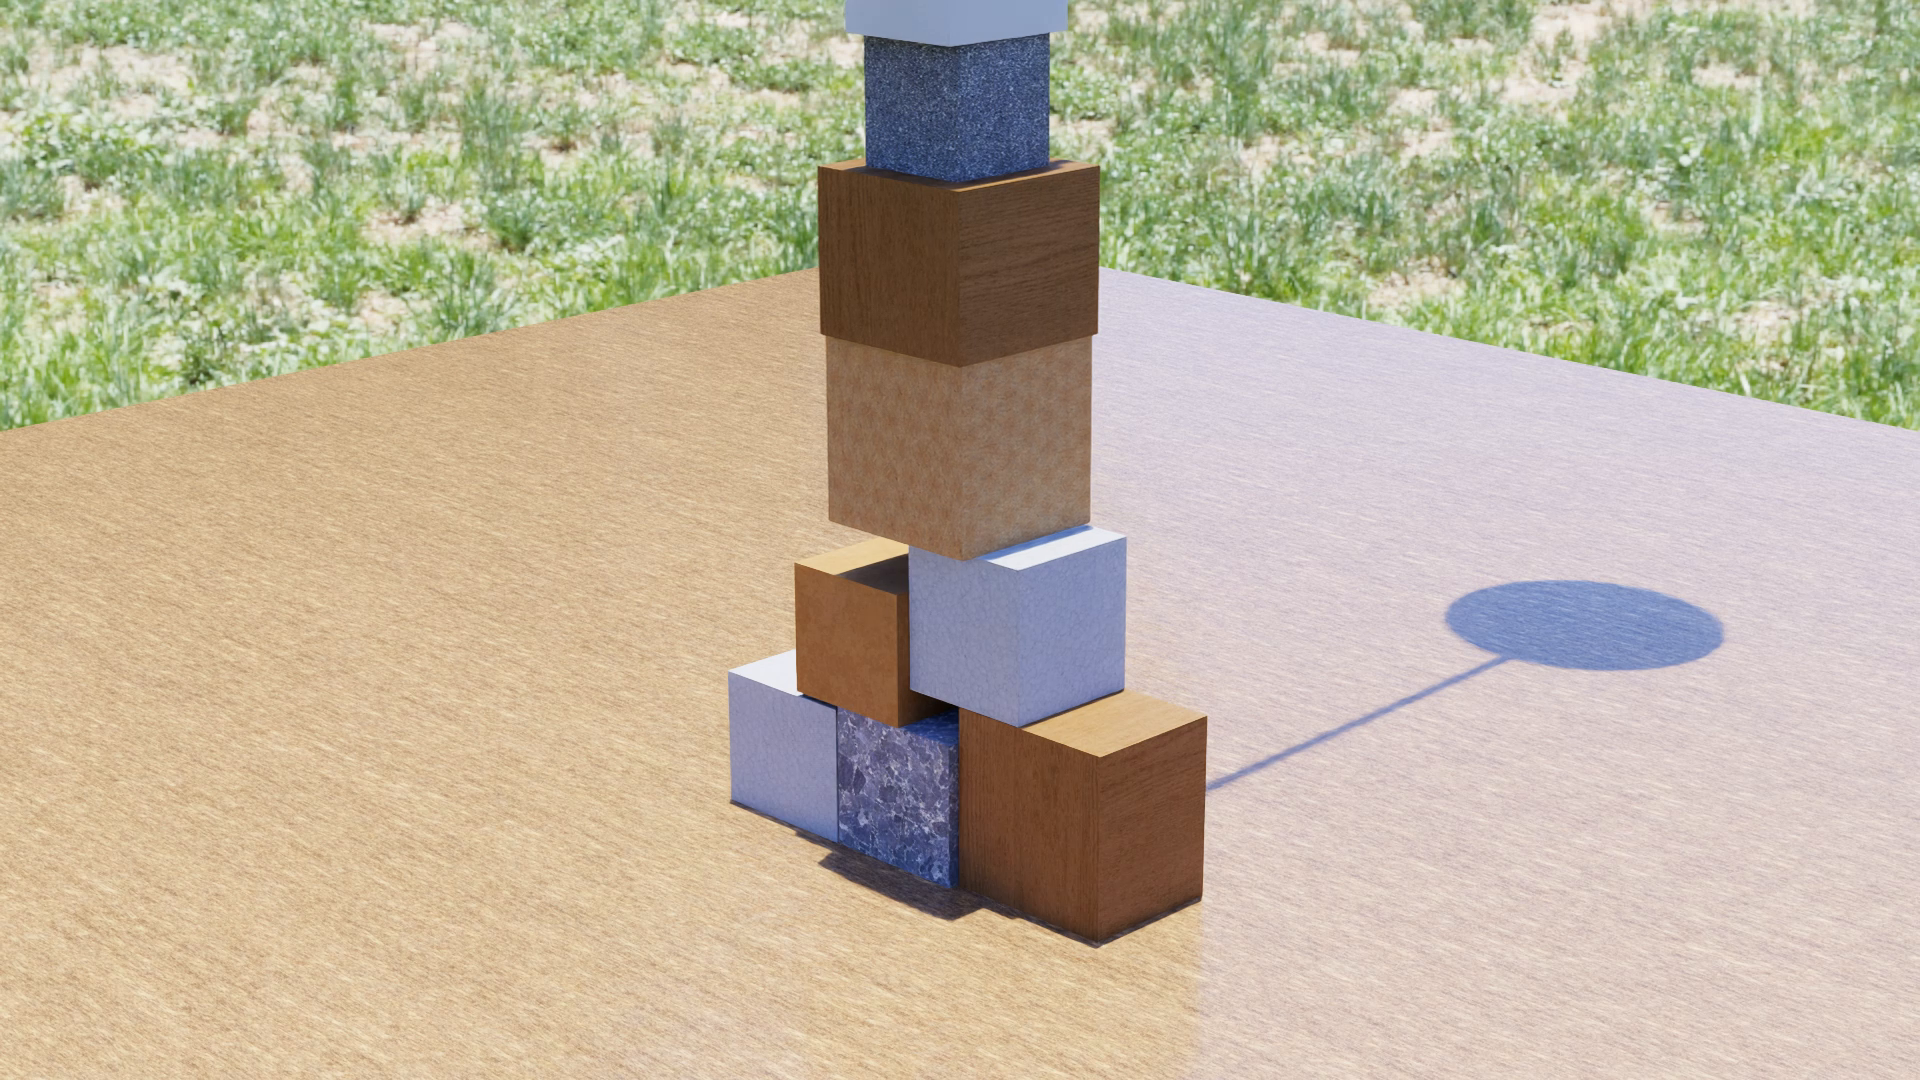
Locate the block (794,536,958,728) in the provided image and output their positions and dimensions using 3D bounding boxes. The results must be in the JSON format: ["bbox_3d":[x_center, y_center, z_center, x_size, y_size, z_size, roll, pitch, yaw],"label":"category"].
[{"bbox_3d":[-0.252,0.397,13.715,0.773,0.637,0.687,-17,24,-42],"label":"block"}]

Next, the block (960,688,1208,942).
[{"bbox_3d":[0.546,1.175,13.162,0.705,0.866,0.852,-17,24,-42],"label":"block"}]

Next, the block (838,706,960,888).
[{"bbox_3d":[-0.041,1.095,13.708,0.758,0.691,0.729,-17,24,-42],"label":"block"}]

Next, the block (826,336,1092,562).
[{"bbox_3d":[-0.004,-0.500,13.187,0.819,0.873,0.862,-17,24,-42],"label":"block"}]

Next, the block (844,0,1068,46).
[{"bbox_3d":[-0.016,-2.511,12.556,0.718,0.663,0.639,-17,24,-42],"label":"block"}]

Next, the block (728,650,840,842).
[{"bbox_3d":[-0.564,0.943,14.233,0.803,0.667,0.764,-17,24,-42],"label":"block"}]

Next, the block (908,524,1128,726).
[{"bbox_3d":[0.259,0.330,13.203,0.700,0.722,0.681,-17,24,-42],"label":"block"}]

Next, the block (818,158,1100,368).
[{"bbox_3d":[-0.005,-1.278,12.948,0.873,0.756,0.879,-17,24,-42],"label":"block"}]

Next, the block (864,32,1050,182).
[{"bbox_3d":[-0.012,-1.916,12.744,0.565,0.584,0.571,-17,24,-42],"label":"block"}]
